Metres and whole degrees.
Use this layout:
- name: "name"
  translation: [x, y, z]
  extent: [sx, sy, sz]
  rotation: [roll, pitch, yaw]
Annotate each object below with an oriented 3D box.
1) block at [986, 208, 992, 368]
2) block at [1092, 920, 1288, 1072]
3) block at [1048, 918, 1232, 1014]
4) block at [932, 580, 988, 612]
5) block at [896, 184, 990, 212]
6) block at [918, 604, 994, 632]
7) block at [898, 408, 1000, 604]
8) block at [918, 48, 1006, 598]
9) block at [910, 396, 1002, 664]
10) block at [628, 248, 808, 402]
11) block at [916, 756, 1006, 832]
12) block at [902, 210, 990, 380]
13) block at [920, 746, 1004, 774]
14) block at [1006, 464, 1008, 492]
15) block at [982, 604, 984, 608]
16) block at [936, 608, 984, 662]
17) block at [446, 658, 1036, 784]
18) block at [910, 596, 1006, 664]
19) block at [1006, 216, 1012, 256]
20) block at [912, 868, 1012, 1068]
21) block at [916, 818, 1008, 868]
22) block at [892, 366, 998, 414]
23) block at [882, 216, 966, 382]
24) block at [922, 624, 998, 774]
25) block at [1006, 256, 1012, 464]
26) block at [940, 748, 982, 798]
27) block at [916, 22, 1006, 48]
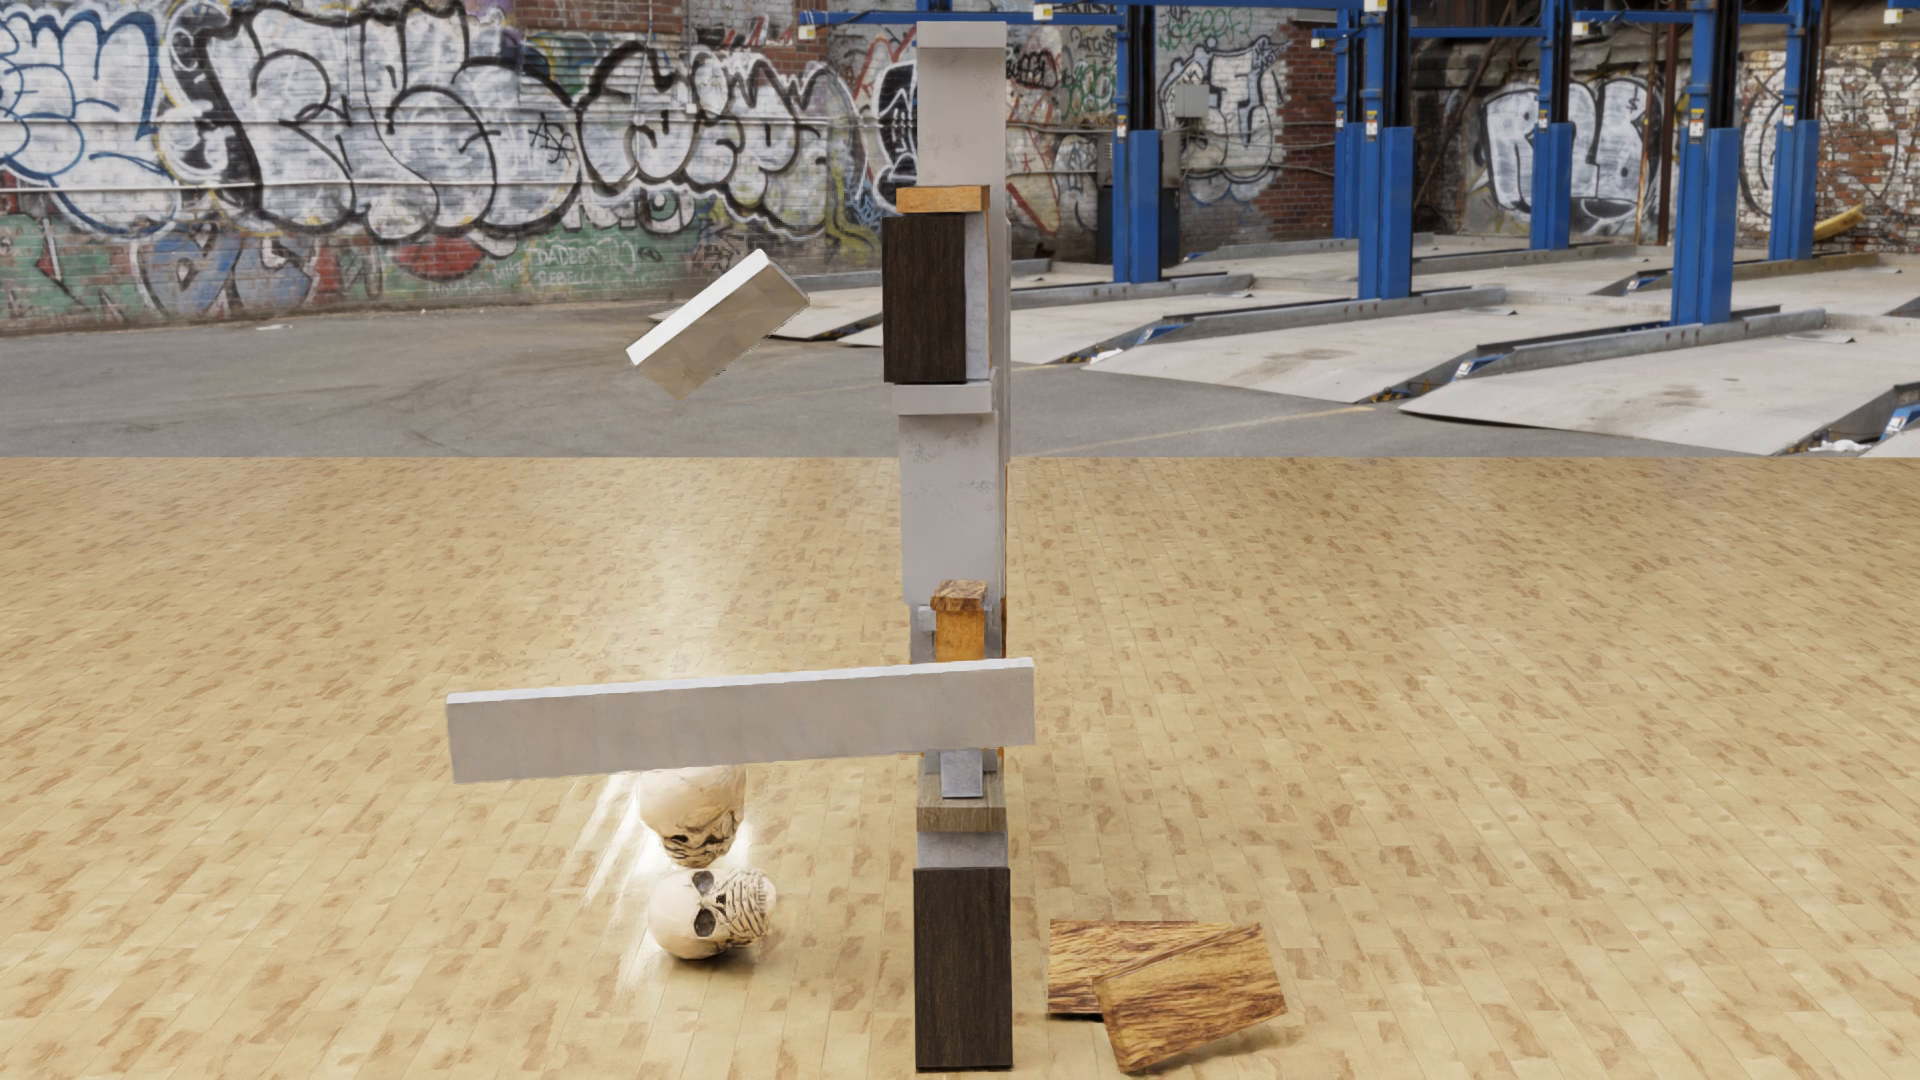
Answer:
- name: "block"
  translation: [-0.015, -0.394, 3.456]
  extent: [0.125, 0.249, 0.035]
  rotation: [-1, 4, 1]
- name: "block"
  translation: [0.318, 0.626, 3.026]
  extent: [0.263, 0.131, 0.037]
  rotation: [-13, -9, -28]
- name: "block"
  translation: [0.260, 0.616, 3.165]
  extent: [0.263, 0.131, 0.037]
  rotation: [1, -15, 2]
- name: "block"
  translation: [0.001, 0.081, 3.230]
  extent: [0.069, 0.020, 0.139]
  rotation: [1, 9, 6]
- name: "block"
  translation: [-0.023, -0.522, 3.356]
  extent: [0.125, 0.035, 0.249]
  rotation: [-1, 10, 4]
- name: "block"
  translation: [-0.003, 0.101, 3.381]
  extent: [0.110, 0.031, 0.220]
  rotation: [-1, 10, 2]
- name: "block"
  translation: [-0.015, -0.050, 3.305]
  extent: [0.145, 0.291, 0.041]
  rotation: [-1, 8, 4]
- name: "block"
  translation: [0.004, -0.341, 3.532]
  extent: [0.138, 0.875, 0.039]
  rotation: [0, 9, 3]
- name: "block"
  translation: [-0.009, 0.005, 3.501]
  extent: [0.145, 0.466, 0.041]
  rotation: [-1, 9, 1]
- name: "block"
  translation: [-0.348, -0.309, 3.176]
  extent: [0.243, 0.034, 0.121]
  rotation: [-36, -32, 7]
- name: "block"
  translation: [0.001, 0.378, 3.288]
  extent: [0.130, 0.037, 0.259]
  rotation: [0, 10, -1]
- name: "block"
  translation: [-0.021, -0.366, 3.295]
  extent: [0.125, 0.249, 0.035]
  rotation: [-1, 3, 1]
- name: "block"
  translation: [0.004, 0.405, 3.871]
  extent: [0.145, 0.291, 0.041]
  rotation: [0, 11, 0]
- name: "block"
  translation: [-0.003, -0.131, 3.819]
  extent: [0.163, 0.046, 0.327]
  rotation: [0, 11, 0]
- name: "block"
  translation: [0.000, 0.156, 3.270]
  extent: [0.069, 0.139, 0.020]
  rotation: [0, 13, 2]
- name: "block"
  translation: [0.001, 0.168, 3.190]
  extent: [0.069, 0.139, 0.020]
  rotation: [0, 7, -1]
- name: "block"
  translation: [-0.304, 0.255, 3.118]
  extent: [0.823, 0.121, 0.034]
  rotation: [-3, 19, -5]
- name: "block"
  translation: [-0.003, 0.072, 3.746]
  extent: [0.163, 0.327, 0.046]
  rotation: [0, 11, 0]
- name: "block"
  translation: [-0.003, -0.520, 3.747]
  extent: [0.174, 0.049, 0.347]
  rotation: [0, 11, 0]
- name: "block"
  translation: [0.003, 0.581, 2.996]
  extent: [0.131, 0.263, 0.037]
  rotation: [-1, -4, -3]
- name: "block"
  translation: [0.004, 0.537, 3.244]
  extent: [0.130, 0.259, 0.037]
  rotation: [2, 10, 9]
- name: "block"
  translation: [-0.020, -0.231, 3.376]
  extent: [0.145, 0.041, 0.291]
  rotation: [-1, 10, 3]
- name: "block"
  translation: [-0.053, -0.356, 3.261]
  extent: [0.122, 0.243, 0.034]
  rotation: [-1, 3, 1]
- name: "block"
  translation: [-0.001, 0.240, 3.324]
  extent: [0.110, 0.220, 0.031]
  rotation: [-1, 8, -2]
- name: "block"
  translation: [-0.003, -0.304, 3.670]
  extent: [0.174, 0.347, 0.049]
  rotation: [0, 11, 0]
- name: "block"
  translation: [0.002, 0.314, 3.206]
  extent: [0.059, 0.119, 0.017]
  rotation: [-1, -3, -4]
- name: "block"
  translation: [0.003, -0.807, 3.535]
  extent: [0.138, 0.039, 0.276]
  rotation: [0, 11, 0]
